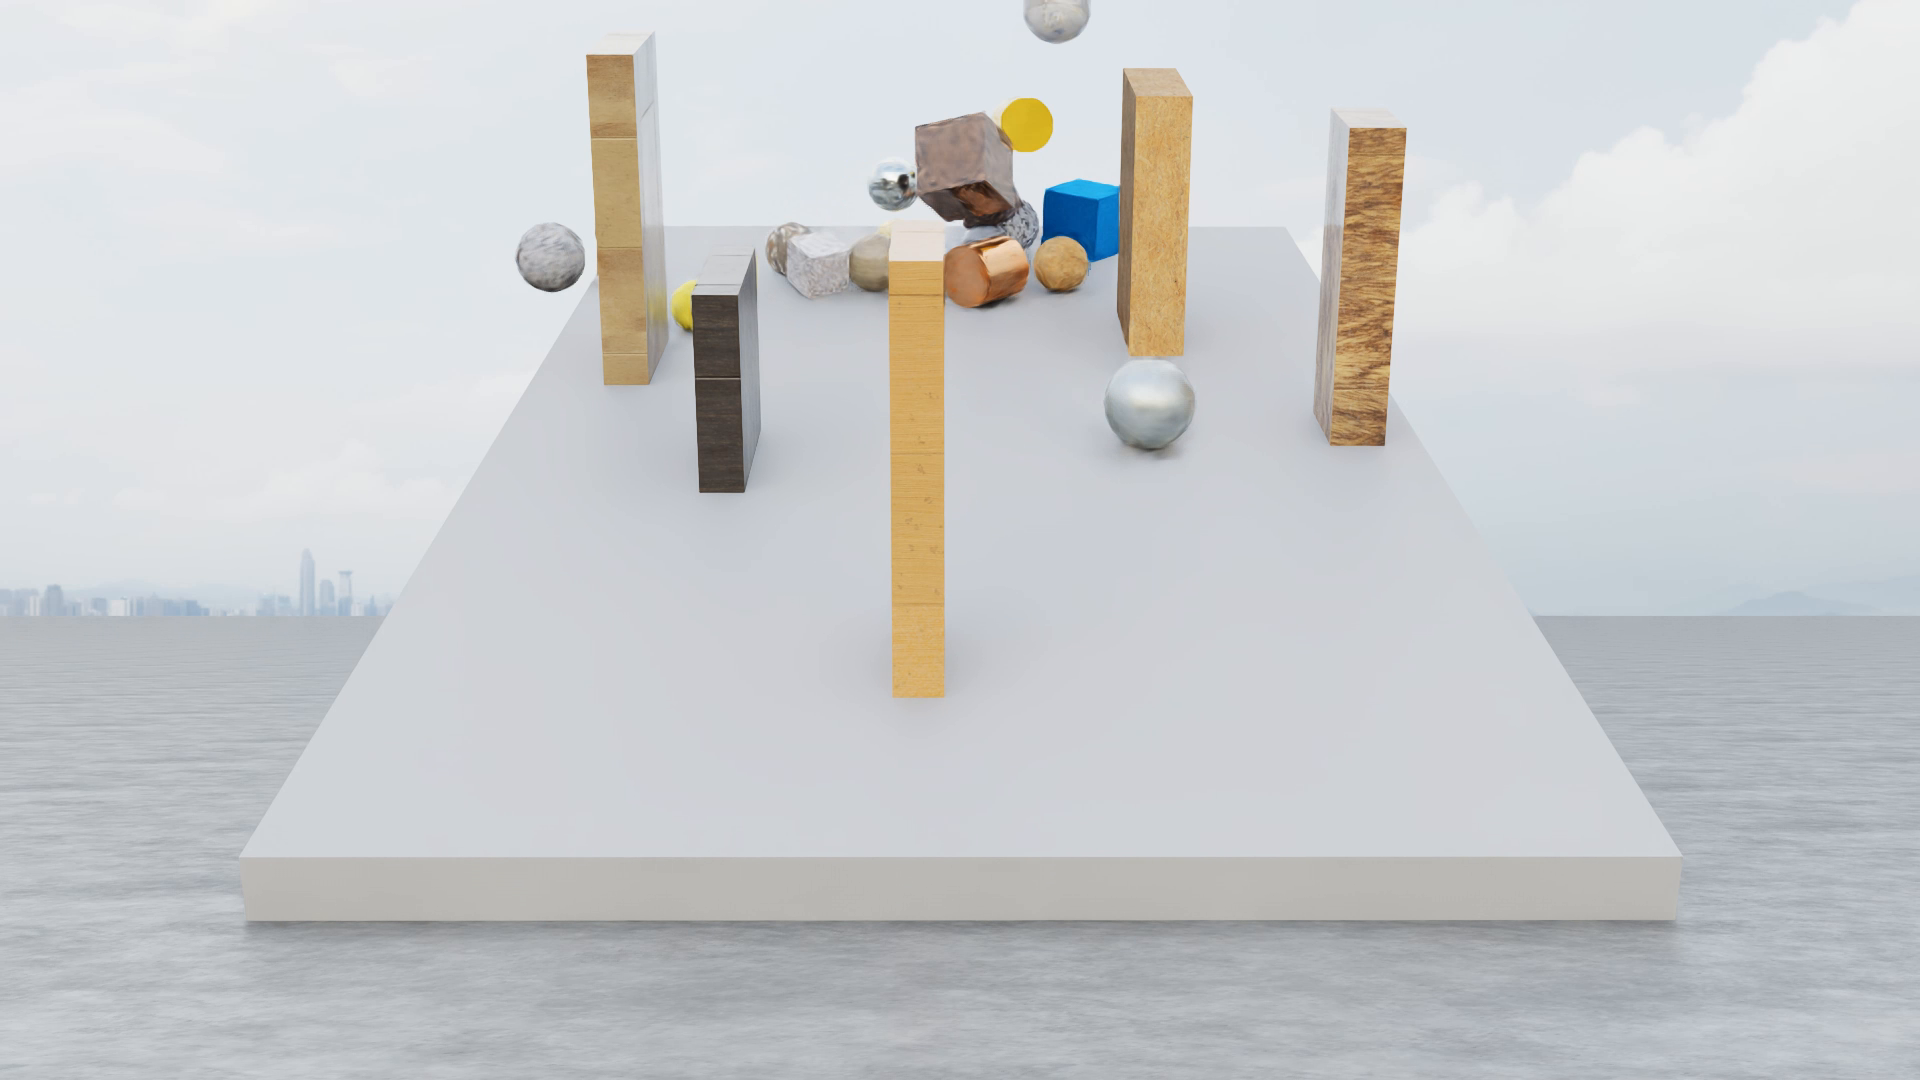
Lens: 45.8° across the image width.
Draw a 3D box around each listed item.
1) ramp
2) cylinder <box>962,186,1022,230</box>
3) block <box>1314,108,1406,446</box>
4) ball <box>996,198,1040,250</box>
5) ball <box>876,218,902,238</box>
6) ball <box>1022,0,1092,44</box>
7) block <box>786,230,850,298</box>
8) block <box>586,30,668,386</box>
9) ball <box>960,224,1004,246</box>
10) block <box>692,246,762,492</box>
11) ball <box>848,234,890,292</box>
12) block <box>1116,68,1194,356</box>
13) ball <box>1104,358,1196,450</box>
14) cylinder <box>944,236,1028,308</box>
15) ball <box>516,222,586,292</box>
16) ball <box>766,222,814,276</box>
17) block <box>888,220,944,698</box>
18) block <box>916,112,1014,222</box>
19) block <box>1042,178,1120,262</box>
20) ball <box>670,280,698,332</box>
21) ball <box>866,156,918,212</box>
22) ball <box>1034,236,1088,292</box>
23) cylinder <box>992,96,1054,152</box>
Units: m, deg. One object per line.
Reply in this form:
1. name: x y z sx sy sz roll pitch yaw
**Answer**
1. ramp: -0.005 -0.210 5.038 2.000 0.100 4.000 0 20 0
2. cylinder: 0.061 -0.993 6.388 0.176 0.176 0.176 -20 -16 -6
3. block: 0.853 -0.565 4.874 0.117 0.682 0.247 0 20 0
4. ball: 0.148 -0.906 6.542 0.160 0.160 0.160 0 -2 0
5. ball: -0.171 -0.824 6.341 0.144 0.144 0.144 0 -2 0
6. ball: 0.279 -1.531 6.539 0.201 0.201 0.201 0 -2 0
7. block: -0.381 -0.739 6.093 0.122 0.122 0.122 -16 41 -29
8. block: -0.778 -0.788 5.353 0.105 0.762 0.399 0 20 0
9. ball: 0.067 -0.811 6.323 0.134 0.134 0.134 0 -2 0
10. block: -0.481 -0.361 4.711 0.091 0.410 0.427 0 20 0
11. ball: -0.232 -0.746 6.116 0.154 0.154 0.154 0 -2 0
12. block: 0.478 -0.820 5.637 0.133 0.629 0.436 0 20 0
13. ball: 0.404 -0.291 4.835 0.195 0.195 0.195 0 -2 0
14. cylinder: 0.066 -0.710 6.004 0.165 0.165 0.165 -2 14 43
15. ball: -1.113 -0.769 6.177 0.189 0.189 0.189 0 -2 0
16. ball: -0.461 -0.800 6.268 0.150 0.150 0.150 0 -2 0
17. block: -0.067 -0.131 3.654 0.083 0.715 0.280 0 20 0
18. block: 0.013 -0.971 5.924 0.194 0.194 0.194 -8 -17 22
19. block: 0.364 -0.921 6.542 0.181 0.181 0.181 16 26 31
20. ball: -0.665 -0.590 5.730 0.130 0.130 0.130 0 -2 0
21. ball: -0.178 -0.965 6.161 0.148 0.148 0.148 0 -2 0
22. ball: 0.272 -0.744 6.122 0.149 0.149 0.149 0 -2 0
23. cylinder: 0.167 -1.125 6.150 0.146 0.146 0.146 0 11 -9
